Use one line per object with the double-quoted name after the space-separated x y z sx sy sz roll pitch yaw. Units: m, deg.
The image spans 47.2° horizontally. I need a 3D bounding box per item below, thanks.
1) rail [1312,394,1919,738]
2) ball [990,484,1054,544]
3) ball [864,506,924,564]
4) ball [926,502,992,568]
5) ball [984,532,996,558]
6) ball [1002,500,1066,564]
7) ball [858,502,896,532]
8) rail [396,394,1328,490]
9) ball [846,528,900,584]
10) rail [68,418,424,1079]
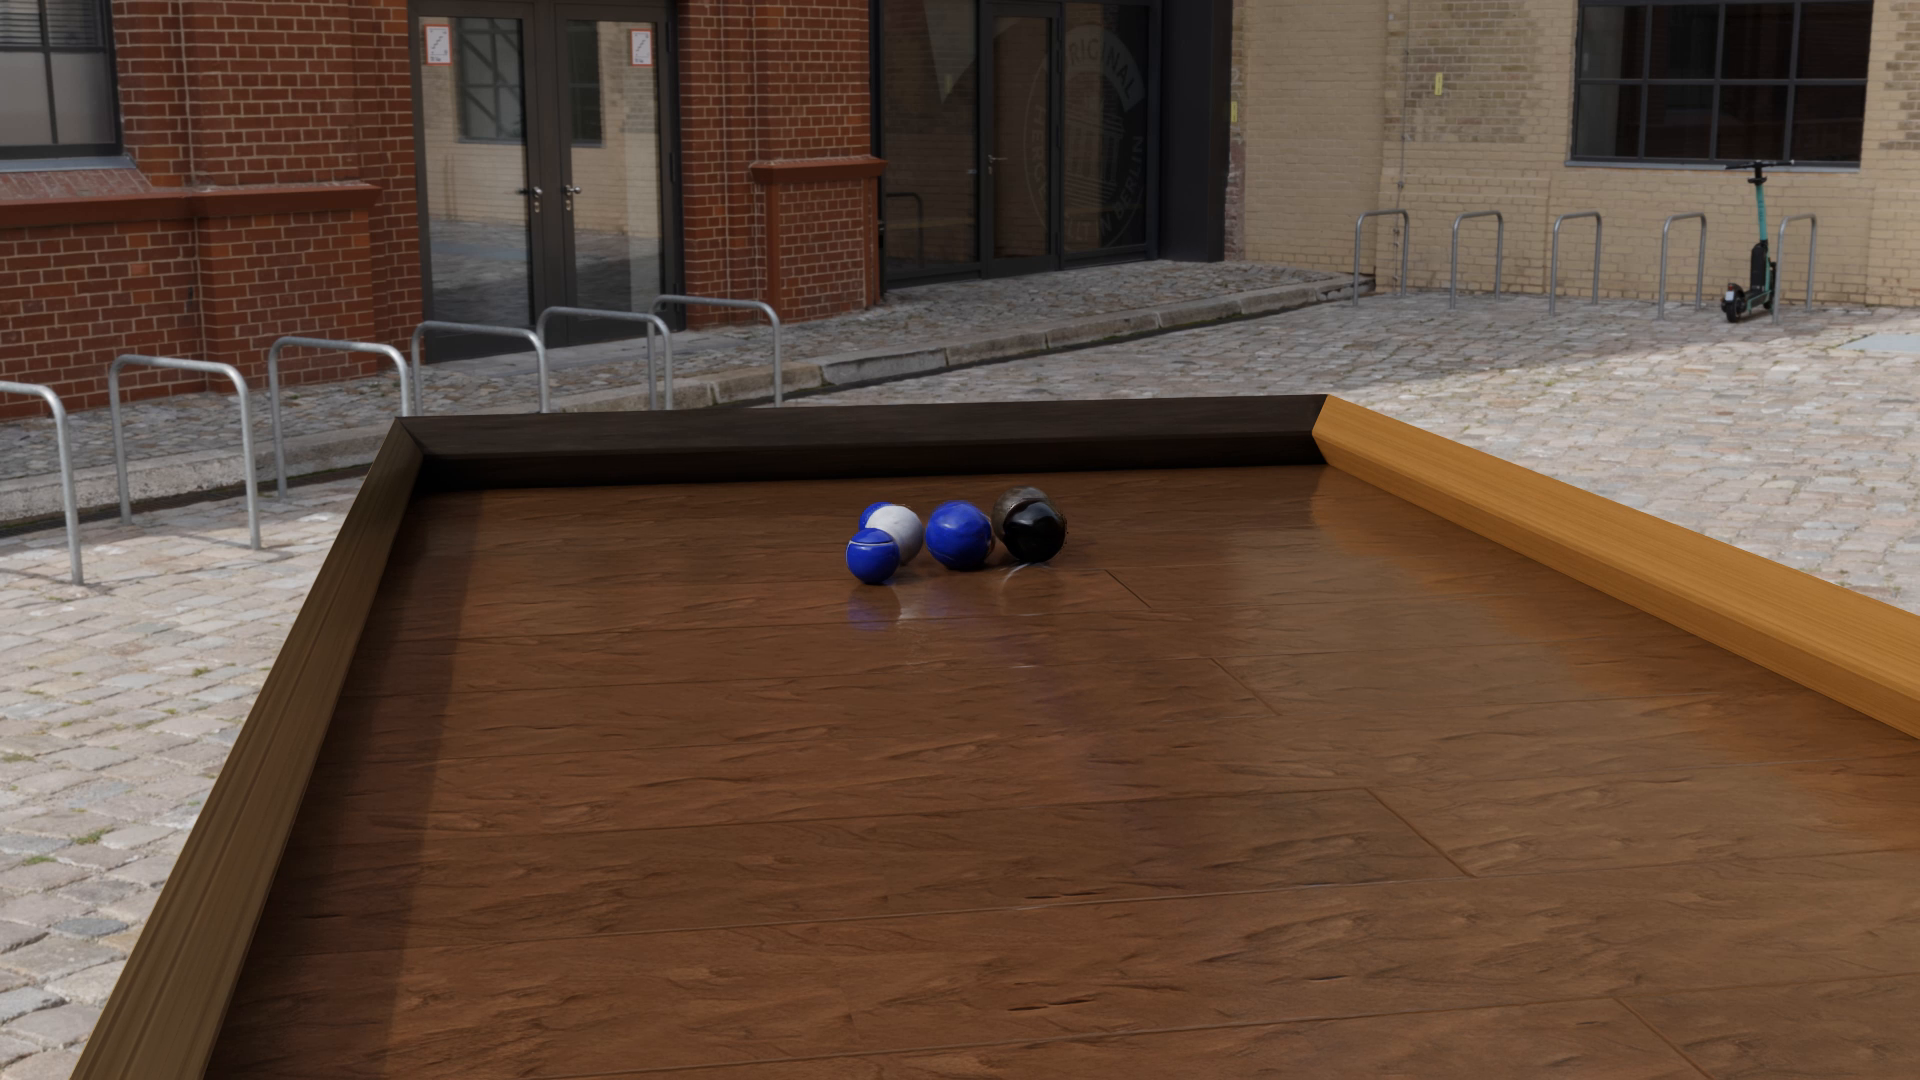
0.906 0.097 2.427 0.045 0.122 3.063 -2 11 -10 "rail"
0.091 -0.032 3.149 0.094 0.094 0.094 0 11 0 "ball"
-0.092 -0.007 3.049 0.084 0.084 0.084 0 11 0 "ball"
-0.002 -0.006 3.027 0.092 0.092 0.092 0 11 0 "ball"
0.026 0.002 3.092 0.050 0.050 0.050 0 11 0 "ball"
0.103 -0.012 3.060 0.090 0.090 0.090 0 11 0 "ball"
-0.110 -0.020 3.148 0.071 0.071 0.071 0 11 0 "ball"
-0.133 -0.166 3.744 1.609 0.122 0.045 -2 11 -10 "rail"
-0.117 0.021 2.937 0.074 0.074 0.074 0 11 0 "ball"
-0.631 0.151 2.152 0.045 0.122 3.063 -2 11 -10 "rail"
